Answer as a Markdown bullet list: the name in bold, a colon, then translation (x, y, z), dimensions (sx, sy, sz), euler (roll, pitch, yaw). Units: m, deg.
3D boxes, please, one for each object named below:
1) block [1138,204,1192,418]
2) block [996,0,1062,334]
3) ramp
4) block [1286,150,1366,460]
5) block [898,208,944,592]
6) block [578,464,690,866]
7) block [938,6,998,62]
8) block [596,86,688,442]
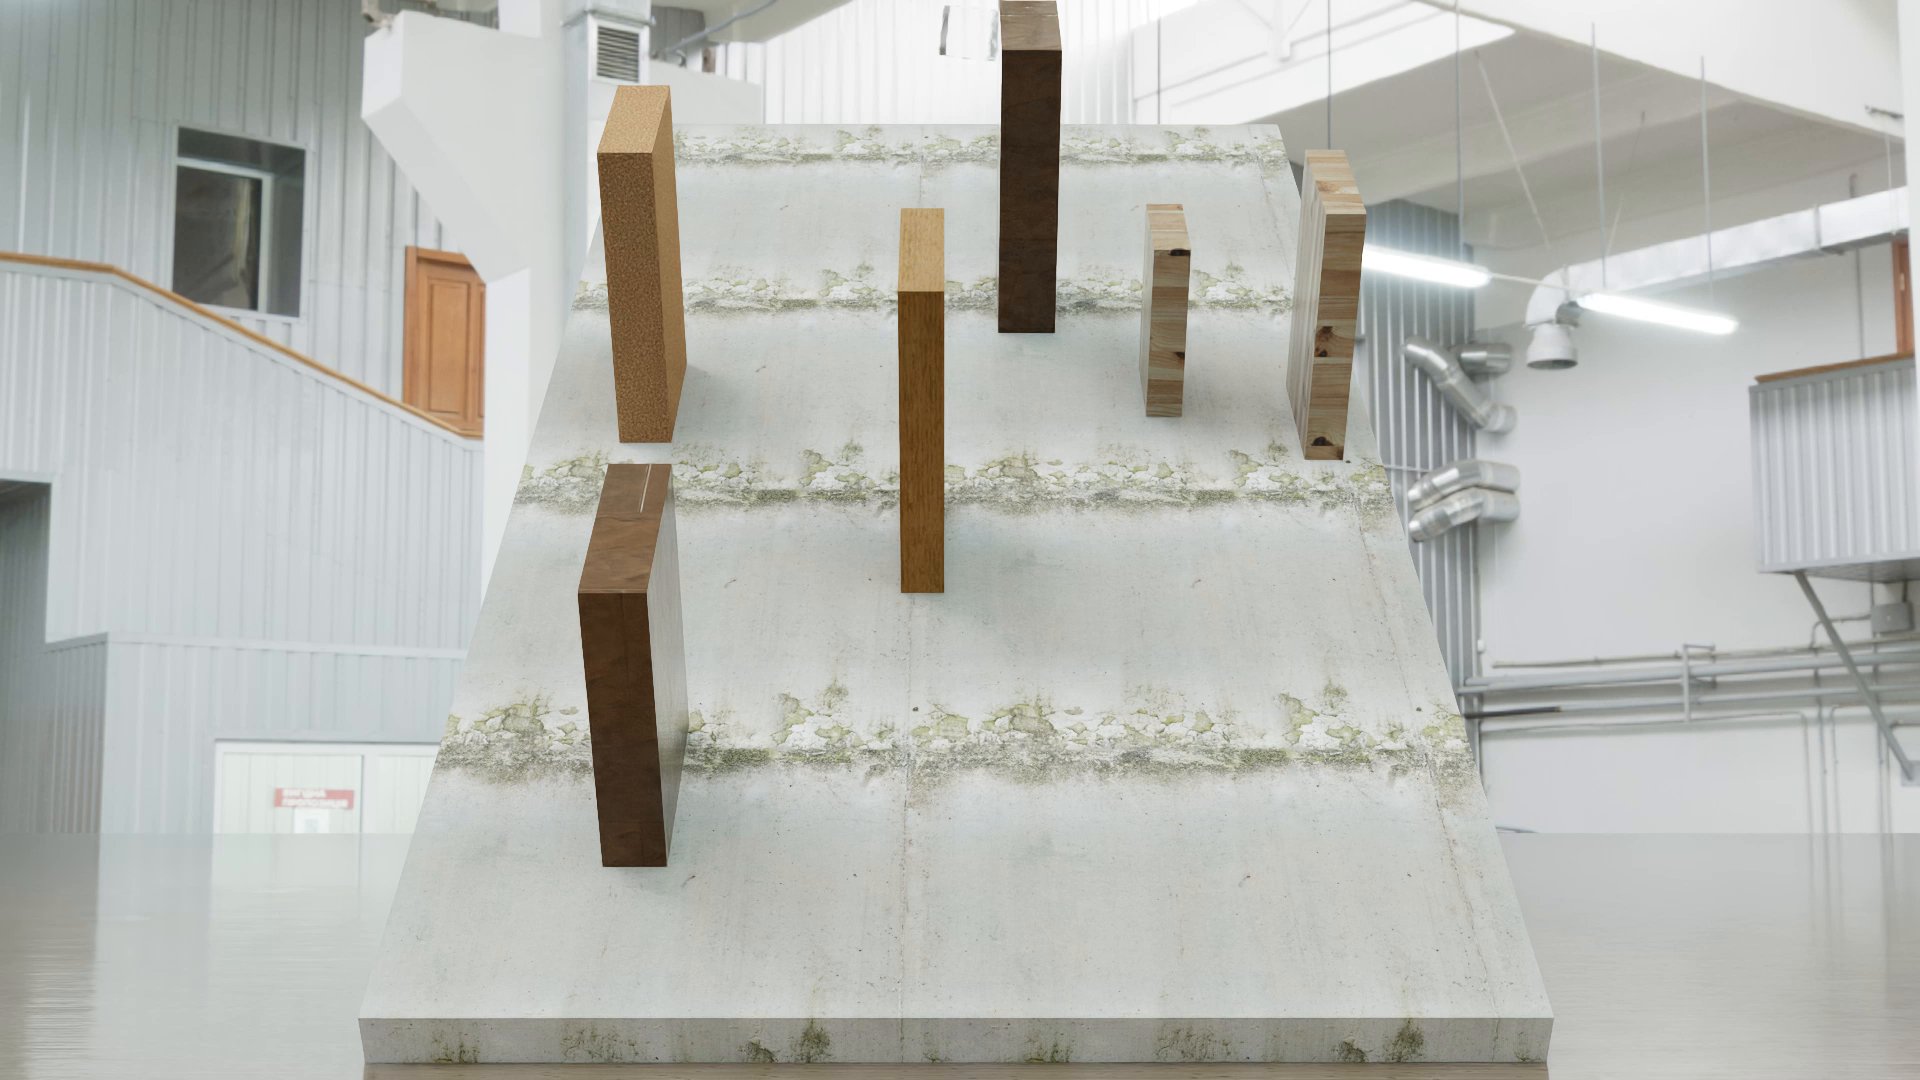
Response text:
- **block**: translation (0.492, -0.553, 5.874), dimensions (0.086, 0.441, 0.264), euler (0, 31, 0)
- **block**: translation (0.171, -0.951, 6.219), dimensions (0.146, 0.759, 0.364), euler (0, 31, 0)
- **ramp**: translation (-0.014, -0.198, 5.806), dimensions (2.000, 0.100, 4.000), euler (0, 31, 0)
- **block**: translation (0.851, -0.550, 5.695), dimensions (0.089, 0.623, 0.372), euler (0, 31, 0)
- **block**: translation (-0.080, -0.296, 5.189), dimensions (0.092, 0.710, 0.408), euler (0, 31, 0)
- **block**: translation (-0.588, 0.226, 4.445), dimensions (0.117, 0.588, 0.443), euler (0, 31, 0)
- **block**: translation (0.030, -1.440, 6.919), dimensions (0.140, 0.140, 0.140), euler (9, 13, 11)
- **block**: translation (-0.744, -0.650, 5.744), dimensions (0.122, 0.732, 0.412), euler (0, 31, 0)
